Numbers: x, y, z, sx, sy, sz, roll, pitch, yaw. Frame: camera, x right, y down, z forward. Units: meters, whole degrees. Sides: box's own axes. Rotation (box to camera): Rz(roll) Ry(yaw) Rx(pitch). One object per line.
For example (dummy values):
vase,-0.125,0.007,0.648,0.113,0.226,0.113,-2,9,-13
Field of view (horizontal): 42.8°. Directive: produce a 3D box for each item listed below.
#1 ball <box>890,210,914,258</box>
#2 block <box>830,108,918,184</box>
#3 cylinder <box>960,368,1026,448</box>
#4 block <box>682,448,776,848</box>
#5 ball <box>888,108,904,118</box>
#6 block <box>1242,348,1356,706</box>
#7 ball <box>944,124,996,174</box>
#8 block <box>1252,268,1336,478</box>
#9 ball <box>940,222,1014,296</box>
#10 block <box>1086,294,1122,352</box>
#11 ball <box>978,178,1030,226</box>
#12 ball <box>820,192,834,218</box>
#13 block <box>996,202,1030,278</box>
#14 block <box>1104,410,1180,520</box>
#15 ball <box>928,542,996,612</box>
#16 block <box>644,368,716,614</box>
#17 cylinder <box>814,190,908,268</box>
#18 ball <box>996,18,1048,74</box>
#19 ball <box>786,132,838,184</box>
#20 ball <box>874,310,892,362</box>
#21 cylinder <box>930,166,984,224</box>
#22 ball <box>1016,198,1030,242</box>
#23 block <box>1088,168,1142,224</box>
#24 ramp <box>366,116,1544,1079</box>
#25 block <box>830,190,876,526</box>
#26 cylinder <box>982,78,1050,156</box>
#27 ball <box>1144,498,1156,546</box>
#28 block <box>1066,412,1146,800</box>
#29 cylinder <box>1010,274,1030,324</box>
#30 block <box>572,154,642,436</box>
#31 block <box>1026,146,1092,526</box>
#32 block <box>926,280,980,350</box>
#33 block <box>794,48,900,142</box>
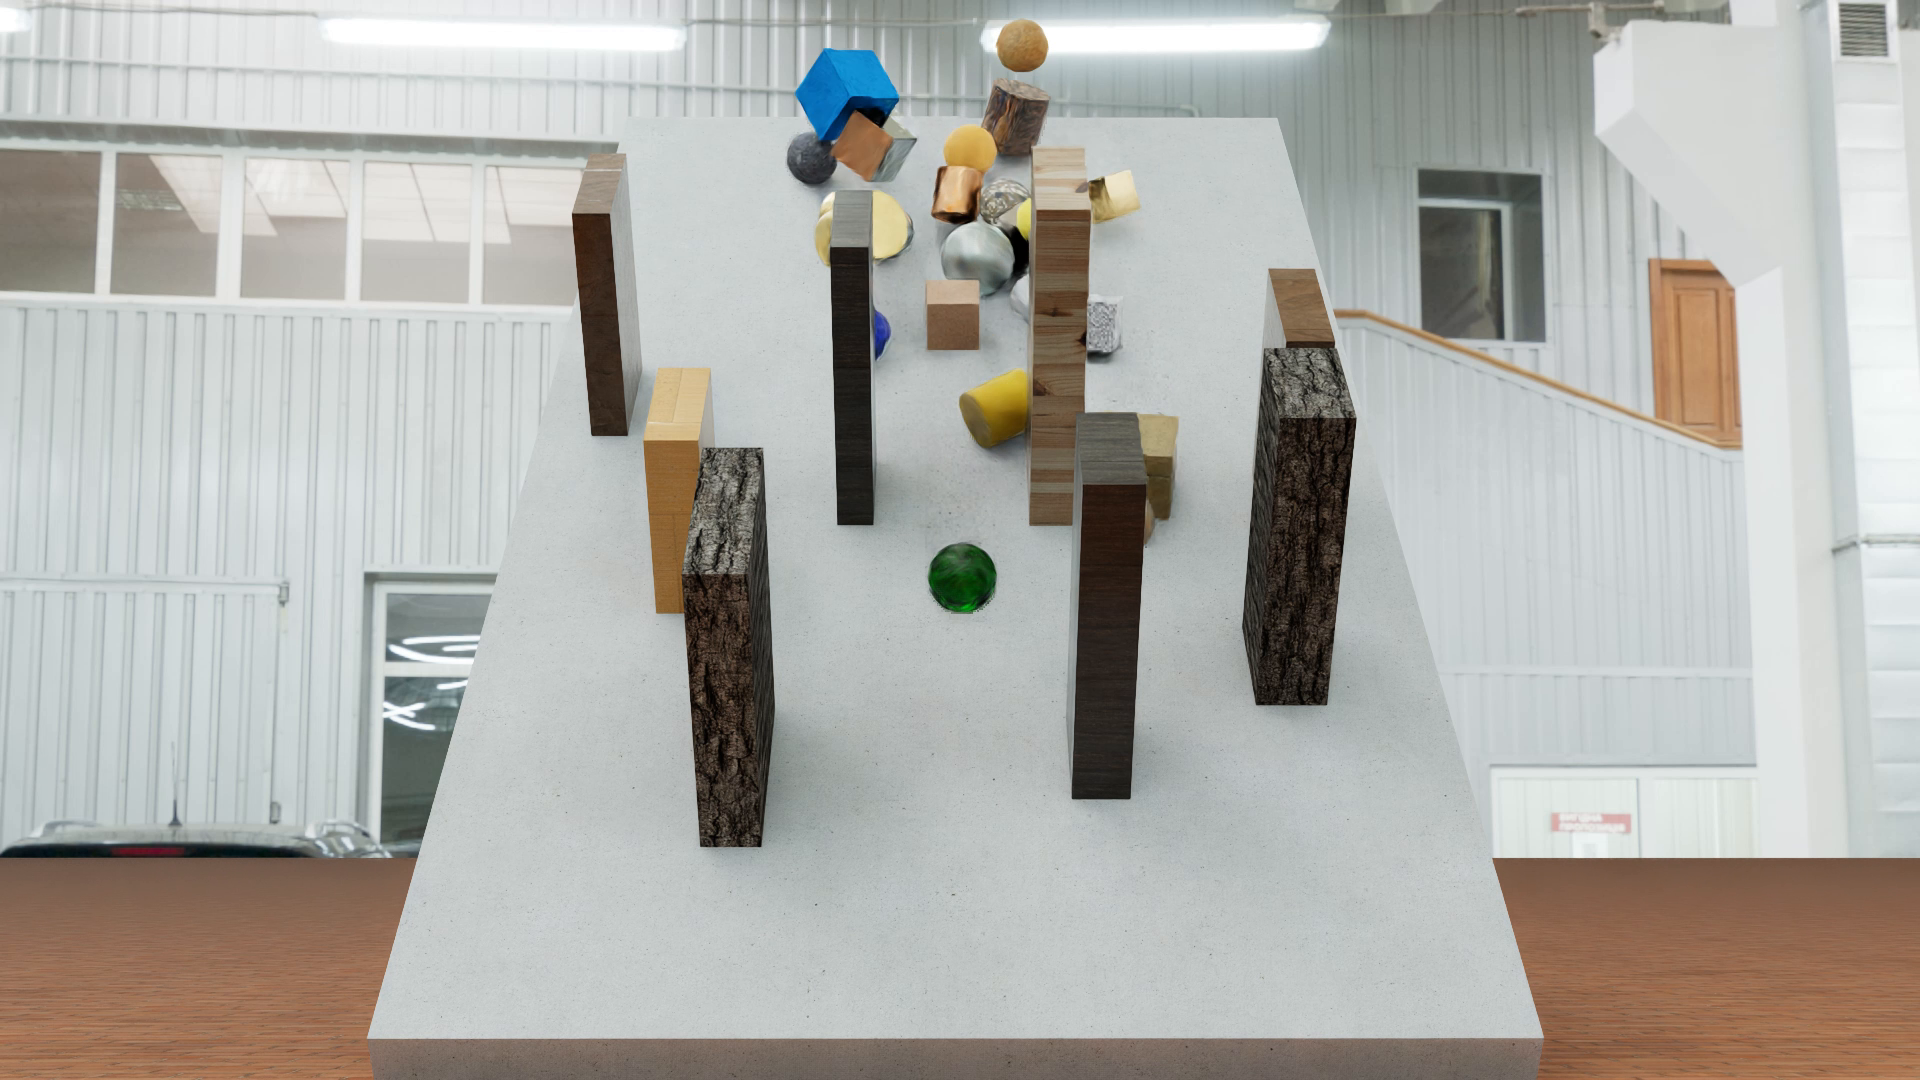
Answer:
ball,-0.199,-0.840,6.679,0.148,0.148,0.148,0,-7,0
block,-0.242,-1.109,6.900,0.147,0.147,0.147,39,23,15
cylinder,0.099,-0.313,5.831,0.146,0.146,0.146,-26,1,-19
block,-0.429,0.200,4.610,0.115,0.611,0.436,0,32,0
ball,-0.245,-1.283,7.651,0.156,0.156,0.156,0,-7,0
block,0.673,-0.022,4.912,0.144,0.670,0.279,0,32,0
ball,0.029,-1.130,7.129,0.155,0.155,0.155,0,-7,0
block,0.738,-0.288,5.460,0.104,0.531,0.347,0,32,0
ball,0.046,-0.743,6.484,0.195,0.195,0.195,0,-7,0
block,0.341,-0.552,6.224,0.122,0.122,0.122,6,15,10
ball,0.127,-0.921,6.761,0.150,0.150,0.150,0,-7,0
ball,-0.316,-0.896,6.770,0.144,0.144,0.144,0,-7,0
block,0.165,-0.804,6.598,0.129,0.129,0.129,33,36,10
block,0.404,-0.171,5.602,0.171,0.171,0.171,5,36,7
ball,0.004,0.081,5.232,0.149,0.149,0.149,0,-7,0
block,-0.593,-0.107,5.263,0.113,0.428,0.312,0,32,0
cylinder,-0.254,-0.786,6.279,0.178,0.178,0.178,4,-11,-30
ball,0.175,-1.384,6.869,0.149,0.149,0.149,0,-7,0
ball,-0.427,-1.106,7.092,0.151,0.151,0.151,0,-7,0
ball,-0.243,-0.515,6.173,0.142,0.142,0.142,0,-7,0
cylinder,-0.007,-0.960,6.827,0.131,0.131,0.131,8,-7,1
ball,0.213,-0.842,6.446,0.130,0.130,0.130,0,-7,0
block,0.409,-0.948,6.784,0.113,0.113,0.113,-8,14,47
ramp,-0.015,-0.185,5.881,2.000,0.100,4.000,0,32,0
block,-0.236,-0.403,5.483,0.082,0.694,0.287,0,32,0
cylinder,0.160,-1.250,7.260,0.176,0.176,0.176,14,25,-7
ball,0.354,-0.041,5.421,0.154,0.154,0.154,0,-7,0
block,0.272,0.131,4.634,0.114,0.707,0.258,0,32,0
cylinder,0.208,-0.610,6.348,0.118,0.118,0.118,5,27,-32
block,-0.841,-0.586,5.870,0.087,0.584,0.338,0,32,0
block,0.215,-0.450,5.478,0.115,0.781,0.330,0,32,0
block,-0.019,-0.576,6.277,0.134,0.134,0.134,-1,32,-1
block,-0.322,-1.268,6.999,0.181,0.181,0.181,-7,-31,-41
